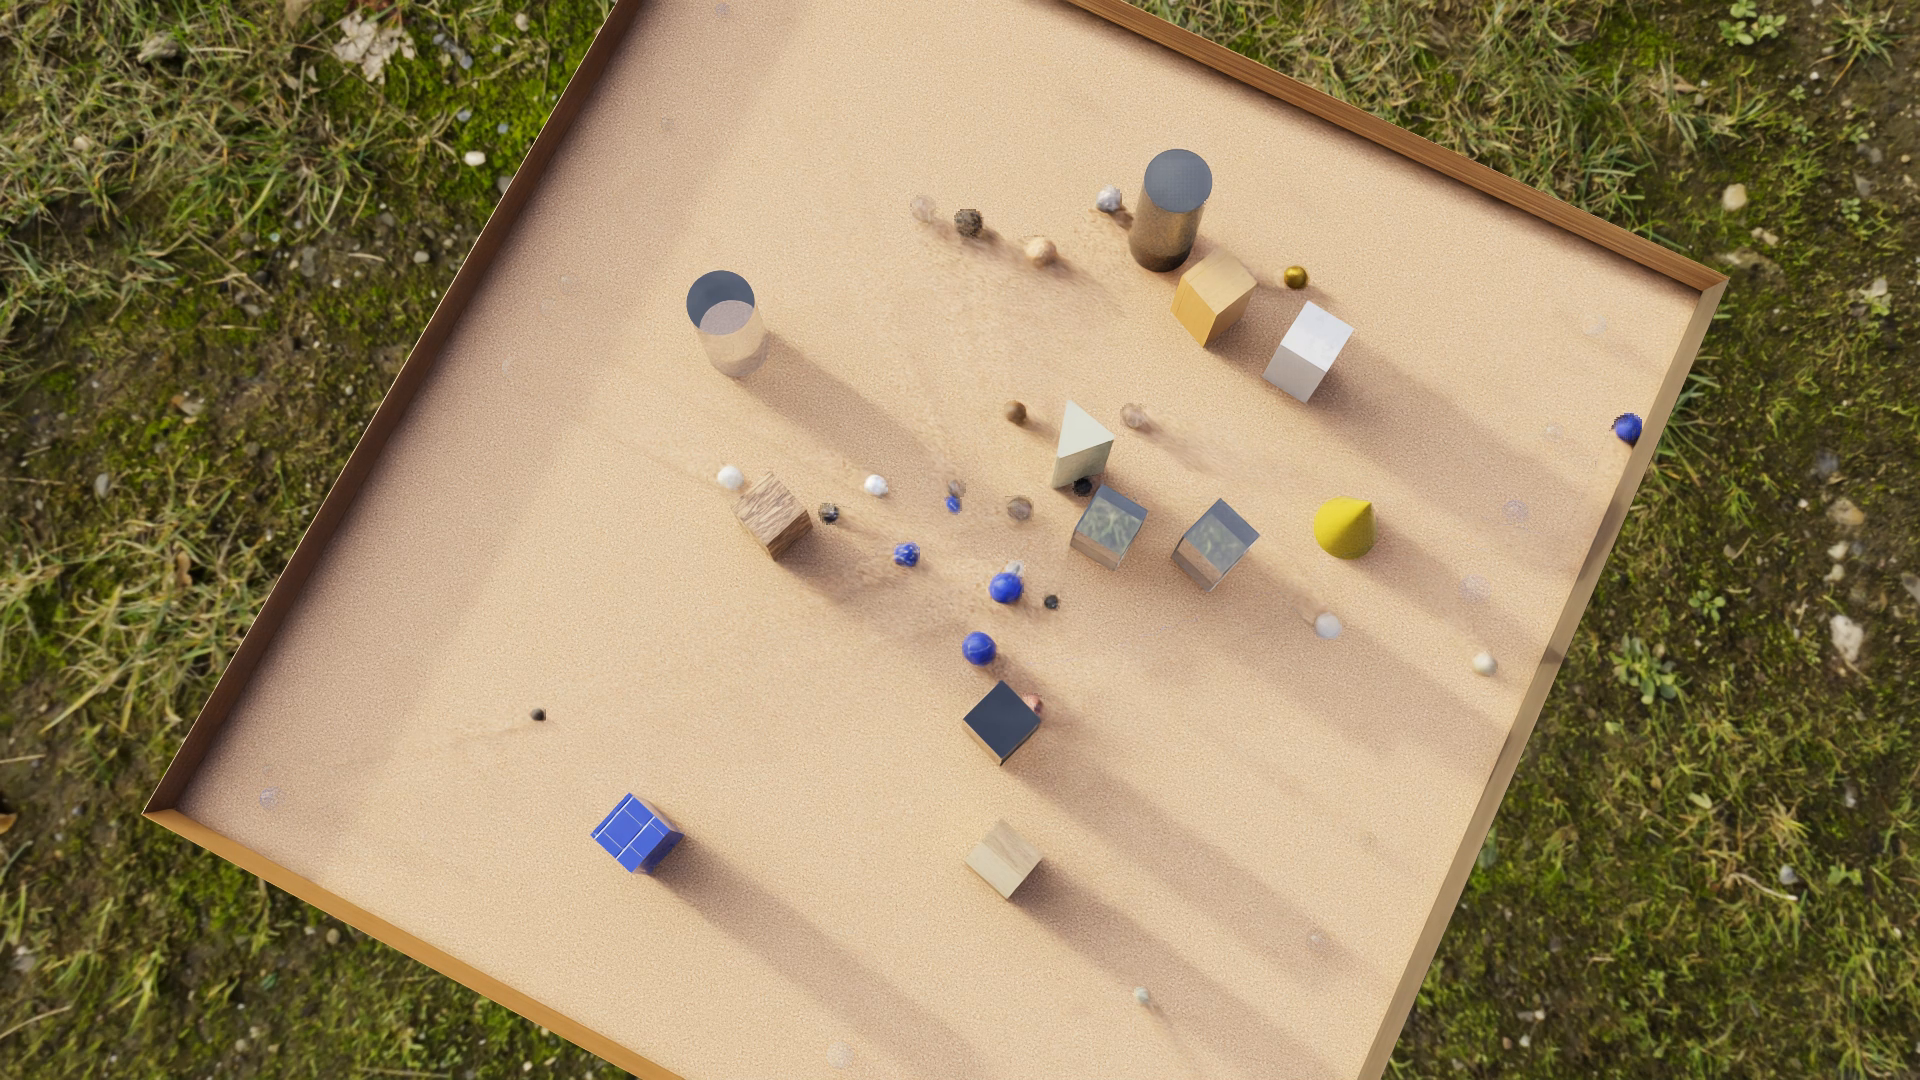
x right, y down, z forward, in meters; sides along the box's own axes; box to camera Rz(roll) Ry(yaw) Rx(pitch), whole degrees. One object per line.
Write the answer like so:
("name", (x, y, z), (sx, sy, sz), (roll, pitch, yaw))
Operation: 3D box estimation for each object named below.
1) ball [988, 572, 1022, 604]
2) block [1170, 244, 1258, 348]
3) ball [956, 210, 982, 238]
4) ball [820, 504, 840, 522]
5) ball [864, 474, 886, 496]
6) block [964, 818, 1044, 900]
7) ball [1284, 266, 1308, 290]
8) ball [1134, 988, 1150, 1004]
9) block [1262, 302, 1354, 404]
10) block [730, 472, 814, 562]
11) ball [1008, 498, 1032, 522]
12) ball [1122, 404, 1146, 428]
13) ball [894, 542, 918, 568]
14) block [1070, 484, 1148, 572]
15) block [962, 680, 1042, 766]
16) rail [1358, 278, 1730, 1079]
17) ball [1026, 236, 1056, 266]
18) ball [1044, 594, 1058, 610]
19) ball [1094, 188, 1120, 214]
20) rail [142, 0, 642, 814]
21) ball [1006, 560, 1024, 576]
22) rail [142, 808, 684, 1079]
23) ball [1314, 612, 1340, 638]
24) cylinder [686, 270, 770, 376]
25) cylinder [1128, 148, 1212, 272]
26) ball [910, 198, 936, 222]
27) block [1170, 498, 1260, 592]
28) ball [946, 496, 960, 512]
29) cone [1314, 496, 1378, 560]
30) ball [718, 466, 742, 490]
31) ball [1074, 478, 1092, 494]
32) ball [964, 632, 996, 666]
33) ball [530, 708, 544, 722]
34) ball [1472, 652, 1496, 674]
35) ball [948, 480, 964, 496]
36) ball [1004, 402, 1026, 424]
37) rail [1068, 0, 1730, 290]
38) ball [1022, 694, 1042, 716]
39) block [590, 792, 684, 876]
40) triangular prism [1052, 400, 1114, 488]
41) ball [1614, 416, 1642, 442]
("ball", (0.136, 0.146, 5.536), (0.099, 0.099, 0.099), (0, 78, 0))
("block", (0.773, -0.744, 5.609), (0.160, 0.317, 0.160), (-38, 81, -7))
("ball", (0.028, -0.996, 5.779), (0.085, 0.085, 0.085), (0, 78, 0))
("ball", (-0.397, -0.081, 5.605), (0.056, 0.056, 0.056), (0, 78, 0))
("ball", (-0.259, -0.166, 5.617), (0.067, 0.067, 0.067), (0, 78, 0))
("block", (0.124, 0.921, 5.280), (0.160, 0.286, 0.160), (41, 81, 8))
("ball", (1.052, -0.823, 5.749), (0.074, 0.074, 0.074), (0, 78, 0))
("ball", (0.530, 1.326, 5.320), (0.044, 0.044, 0.044), (0, 78, 0))
("block", (1.052, -0.566, 5.561), (0.160, 0.338, 0.160), (33, 80, 6))
("block", (-0.562, -0.067, 5.495), (0.160, 0.265, 0.160), (-43, 81, -8))
("ball", (0.184, -0.093, 5.597), (0.076, 0.076, 0.076), (0, 78, 0))
("ball", (0.536, -0.382, 5.658), (0.074, 0.074, 0.074), (0, 78, 0))
("ball", (-0.164, 0.046, 5.568), (0.077, 0.077, 0.077), (0, 78, 0))
("block", (0.445, -0.035, 5.496), (0.160, 0.250, 0.160), (31, 80, 6))
("block", (0.120, 0.540, 5.359), (0.160, 0.286, 0.160), (-44, 82, -8))
("rail", (1.553, 0.767, 5.391), (0.045, 0.130, 3.594), (26, 80, 5))
("ball", (0.256, -0.907, 5.757), (0.092, 0.092, 0.092), (0, 78, 0))
("ball", (0.277, 0.189, 5.554), (0.046, 0.046, 0.046), (0, 78, 0))
("ball", (0.467, -1.075, 5.798), (0.080, 0.080, 0.080), (0, 78, 0))
("rail", (-1.553, -0.753, 5.705), (0.045, 0.130, 3.594), (26, 80, 5))
("ball", (0.166, 0.087, 5.572), (0.052, 0.052, 0.052), (0, 78, 0))
("rail", (-0.793, 1.560, 5.226), (3.520, 0.130, 0.045), (26, 80, 5))
("ball", (1.108, 0.257, 5.525), (0.075, 0.075, 0.075), (0, 78, 0))
("cylinder", (-0.697, -0.649, 5.539), (0.199, 0.416, 0.199), (0, 78, 0))
("cylinder", (0.635, -0.993, 5.568), (0.199, 0.498, 0.199), (0, 78, 0))
("ball", (-0.117, -1.045, 5.794), (0.076, 0.076, 0.076), (0, 78, 0))
("block", (0.756, 0.019, 5.449), (0.160, 0.320, 0.160), (44, 82, 8))
("ball", (-0.022, -0.108, 5.615), (0.047, 0.047, 0.047), (0, 78, 0))
("cone", (1.185, -0.074, 5.452), (0.199, 0.352, 0.199), (0, 78, 0))
("ball", (-0.705, -0.192, 5.619), (0.073, 0.073, 0.073), (0, 78, 0))
("ball", (0.378, -0.165, 5.625), (0.052, 0.052, 0.052), (0, 78, 0))
("ball", (0.061, 0.328, 5.498), (0.100, 0.100, 0.100), (0, 78, 0))
("ball", (-1.265, 0.523, 5.487), (0.042, 0.042, 0.042), (0, 78, 0))
("ball", (1.574, 0.371, 5.505), (0.067, 0.067, 0.067), (0, 78, 0))
("ball", (-0.013, -0.158, 5.624), (0.049, 0.049, 0.049), (0, 78, 0))
("ball", (0.173, -0.395, 5.664), (0.068, 0.068, 0.068), (0, 78, 0))
("rail", (0.793, -1.546, 5.870), (3.520, 0.130, 0.045), (26, 80, 5))
("ball", (0.212, 0.495, 5.480), (0.068, 0.068, 0.068), (0, 78, 0))
("block", (-0.928, 0.852, 5.294), (0.160, 0.286, 0.160), (41, 81, 8))
("triangular prism", (0.339, -0.296, 5.476), (0.173, 0.395, 0.150), (-19, 79, -4))
("ball", (2.060, -0.343, 5.647), (0.080, 0.080, 0.080), (0, 78, 0))
